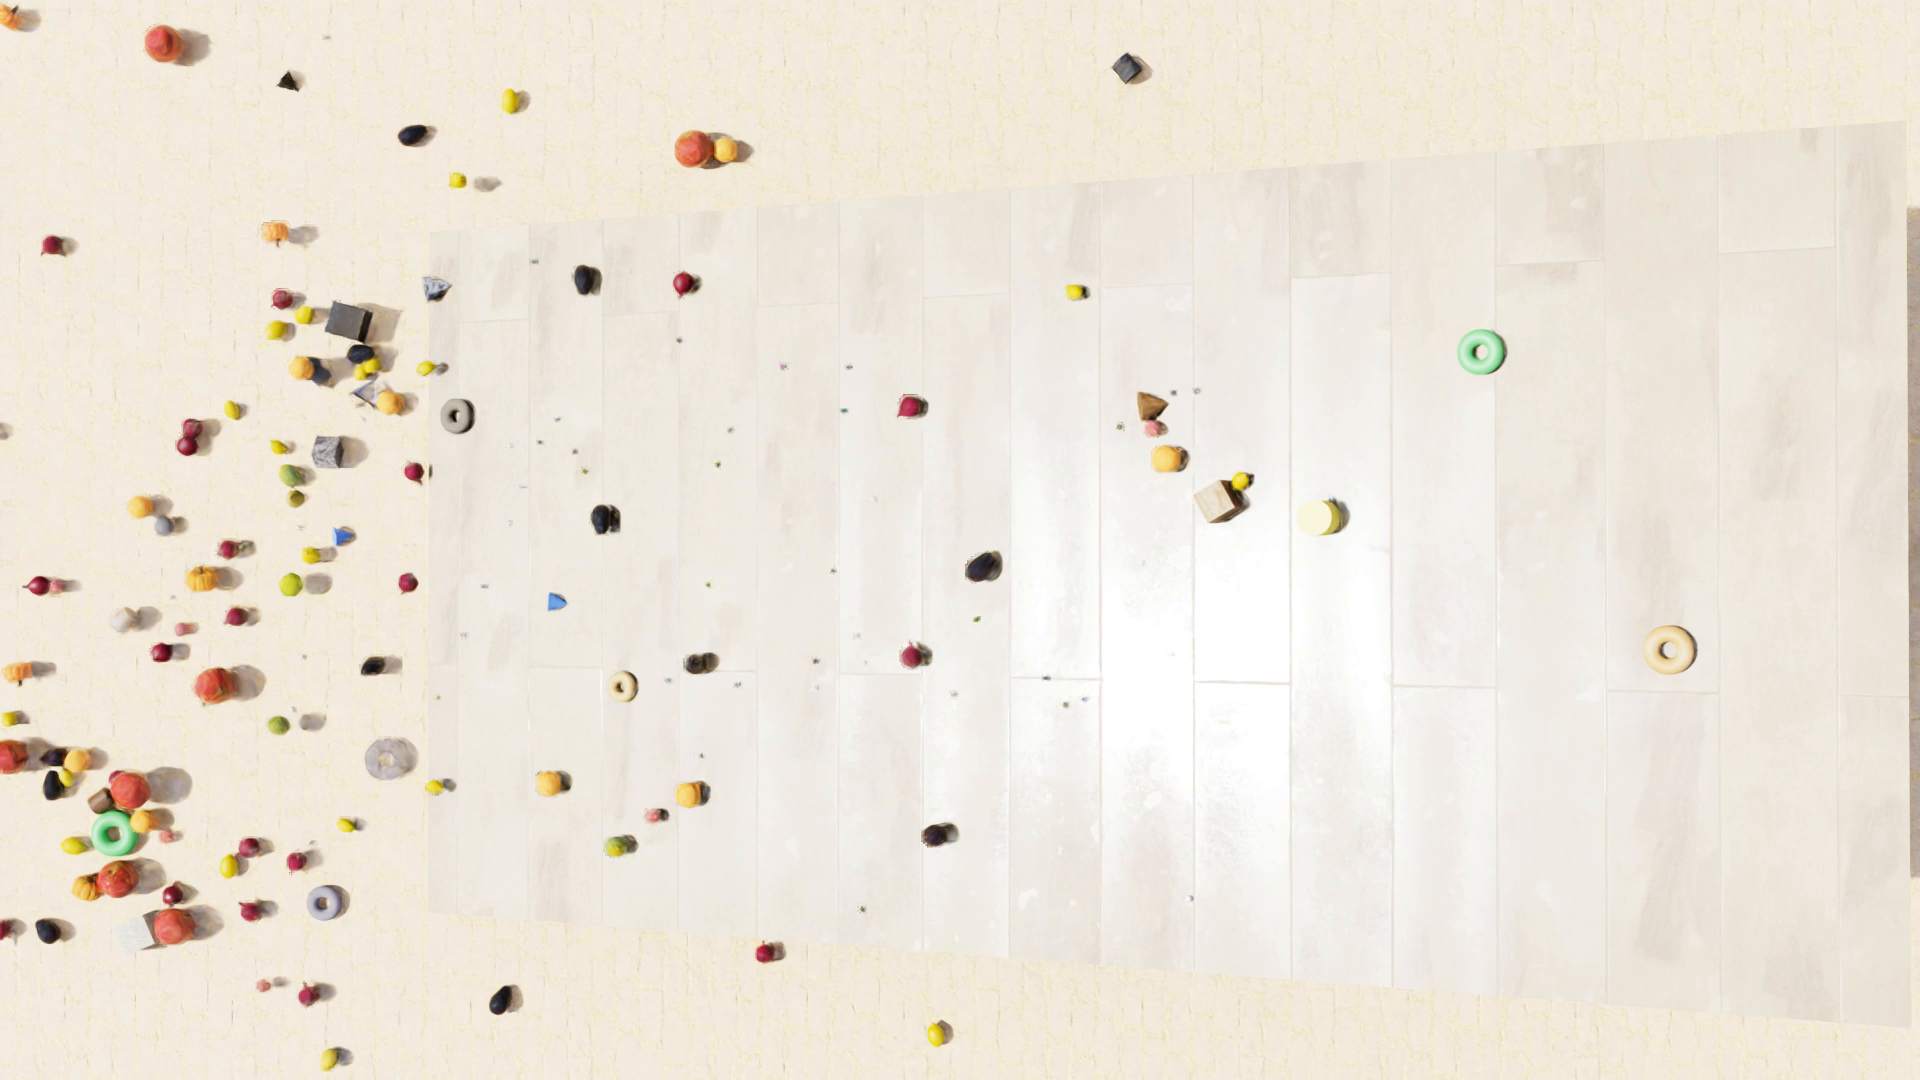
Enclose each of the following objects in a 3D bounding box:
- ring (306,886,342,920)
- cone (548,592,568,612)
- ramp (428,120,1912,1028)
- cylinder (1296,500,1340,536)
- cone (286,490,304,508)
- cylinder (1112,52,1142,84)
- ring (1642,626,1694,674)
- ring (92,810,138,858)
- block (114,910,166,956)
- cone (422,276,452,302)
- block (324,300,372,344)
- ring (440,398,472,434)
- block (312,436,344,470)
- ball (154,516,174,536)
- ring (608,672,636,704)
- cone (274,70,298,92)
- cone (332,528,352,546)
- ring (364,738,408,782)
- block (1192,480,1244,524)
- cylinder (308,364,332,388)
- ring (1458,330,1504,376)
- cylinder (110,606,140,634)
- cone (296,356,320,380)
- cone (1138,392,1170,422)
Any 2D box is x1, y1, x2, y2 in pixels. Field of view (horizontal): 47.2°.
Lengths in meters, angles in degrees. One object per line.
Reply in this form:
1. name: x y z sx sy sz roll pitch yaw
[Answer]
1. ring: -1.889 1.079 6.535 0.106 0.035 0.106 0 91 0
2. cone: -1.142 0.180 6.269 0.057 0.057 0.057 5 89 -3
3. ramp: 0.283 0.083 5.704 4.000 0.100 2.000 0 89 24
4. cylinder: 0.871 -0.054 5.342 0.087 0.087 0.087 0 89 24
5. cone: -1.986 -0.123 6.538 0.057 0.057 0.057 0 89 0
6. cylinder: 0.495 -1.405 6.549 0.065 0.065 0.065 -41 89 0
7. ring: 1.621 0.252 5.031 0.114 0.038 0.114 0 90 23
8. ring: -2.510 0.873 6.532 0.140 0.047 0.140 0 90 -1
9. block: -2.427 1.162 6.506 0.091 0.091 0.091 -24 89 0
10. cone: -1.526 -0.742 6.446 0.079 0.079 0.079 -12 89 -8
11. block: -1.814 -0.646 6.525 0.096 0.096 0.096 16 89 0
12. ring: -1.470 -0.363 6.417 0.106 0.035 0.106 -1 88 25
13. block: -1.875 -0.260 6.520 0.069 0.069 0.069 5 58 0
14. ball: -2.364 -0.041 6.536 0.058 0.058 0.058 0 89 0
15. ring: -0.951 0.414 6.179 0.089 0.030 0.089 0 91 25
16. cone: -2.000 -1.359 6.566 0.065 0.065 0.065 40 89 -26
17. cone: -1.834 -0.014 6.552 0.060 0.060 0.060 -10 89 -27
18. ring: -1.705 0.652 6.536 0.131 0.044 0.131 0 90 -1
19. block: 0.639 -0.095 5.449 0.080 0.080 0.080 -32 77 20
20. cylinder: -1.905 -0.488 6.540 0.051 0.051 0.051 43 80 0
21. ring: 1.233 -0.445 5.213 0.109 0.036 0.109 0 91 23
22. cylinder: -2.474 0.239 6.515 0.060 0.060 0.060 -42 89 2
23. cone: -1.961 -0.530 6.553 0.079 0.079 0.079 41 89 28
24. cone: 0.493 -0.340 5.542 0.079 0.079 0.079 -7 89 -3
